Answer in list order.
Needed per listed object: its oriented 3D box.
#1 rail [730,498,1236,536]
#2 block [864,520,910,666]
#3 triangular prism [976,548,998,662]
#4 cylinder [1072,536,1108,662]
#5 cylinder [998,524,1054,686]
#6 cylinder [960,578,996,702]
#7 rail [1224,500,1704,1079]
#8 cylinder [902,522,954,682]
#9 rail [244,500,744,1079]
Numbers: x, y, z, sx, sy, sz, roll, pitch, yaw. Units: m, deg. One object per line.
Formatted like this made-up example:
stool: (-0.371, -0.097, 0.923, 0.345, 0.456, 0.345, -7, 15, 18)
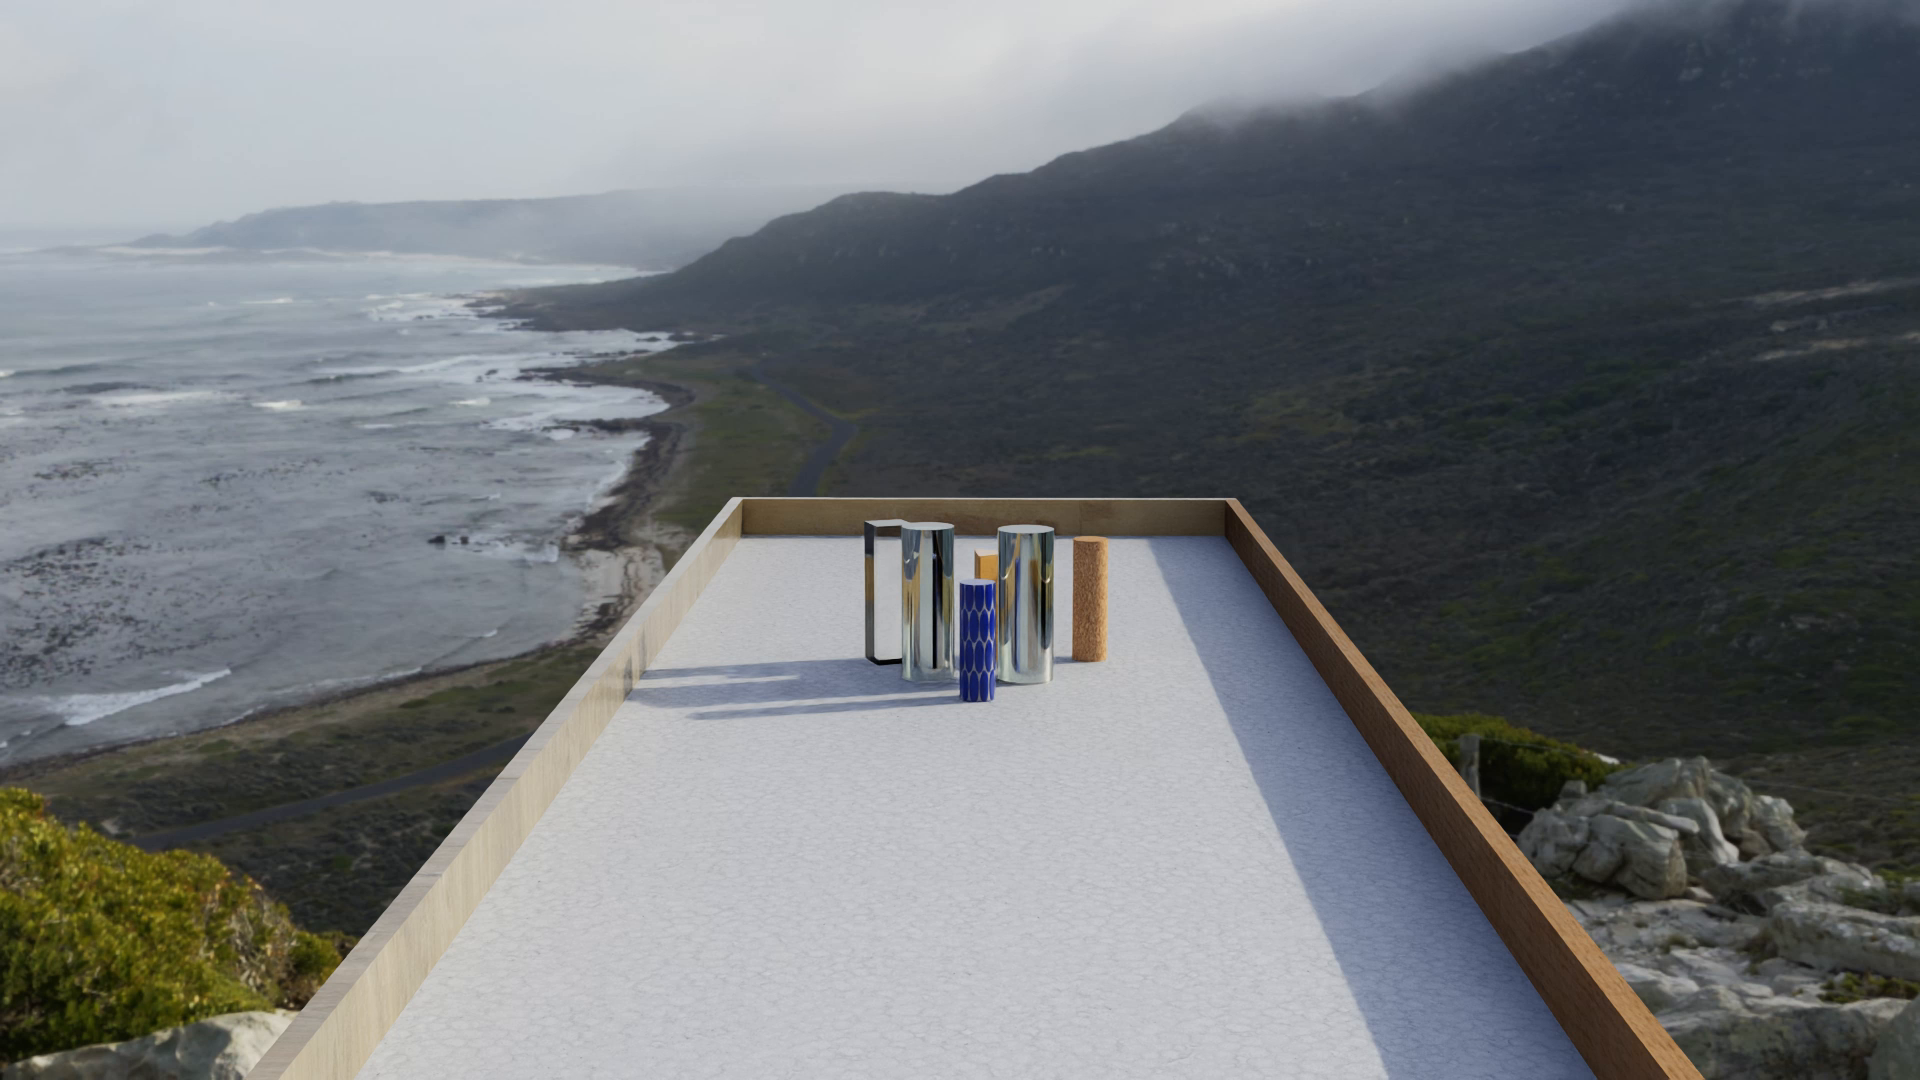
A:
rail: (0.099, -0.098, 9.147, 2.100, 0.150, 0.050, 0, 9, 1)
block: (-0.214, 0.157, 6.665, 0.118, 0.423, 0.118, -3, 10, -21)
triangular prism: (0.081, 0.198, 6.708, 0.137, 0.330, 0.118, -6, 11, -34)
cylinder: (0.396, 0.180, 6.694, 0.106, 0.370, 0.106, 0, 9, 0)
cylinder: (0.191, 0.188, 6.404, 0.164, 0.445, 0.164, 0, 9, 0)
cylinder: (0.049, 0.282, 6.169, 0.101, 0.333, 0.101, 0, 9, 0)
rail: (1.046, 0.843, 3.208, 0.050, 0.150, 12.000, 0, 9, 1)
cylinder: (-0.094, 0.181, 6.436, 0.154, 0.449, 0.154, 0, 9, 0)
rail: (-1.004, 0.839, 3.234, 0.050, 0.150, 12.000, 0, 9, 1)
